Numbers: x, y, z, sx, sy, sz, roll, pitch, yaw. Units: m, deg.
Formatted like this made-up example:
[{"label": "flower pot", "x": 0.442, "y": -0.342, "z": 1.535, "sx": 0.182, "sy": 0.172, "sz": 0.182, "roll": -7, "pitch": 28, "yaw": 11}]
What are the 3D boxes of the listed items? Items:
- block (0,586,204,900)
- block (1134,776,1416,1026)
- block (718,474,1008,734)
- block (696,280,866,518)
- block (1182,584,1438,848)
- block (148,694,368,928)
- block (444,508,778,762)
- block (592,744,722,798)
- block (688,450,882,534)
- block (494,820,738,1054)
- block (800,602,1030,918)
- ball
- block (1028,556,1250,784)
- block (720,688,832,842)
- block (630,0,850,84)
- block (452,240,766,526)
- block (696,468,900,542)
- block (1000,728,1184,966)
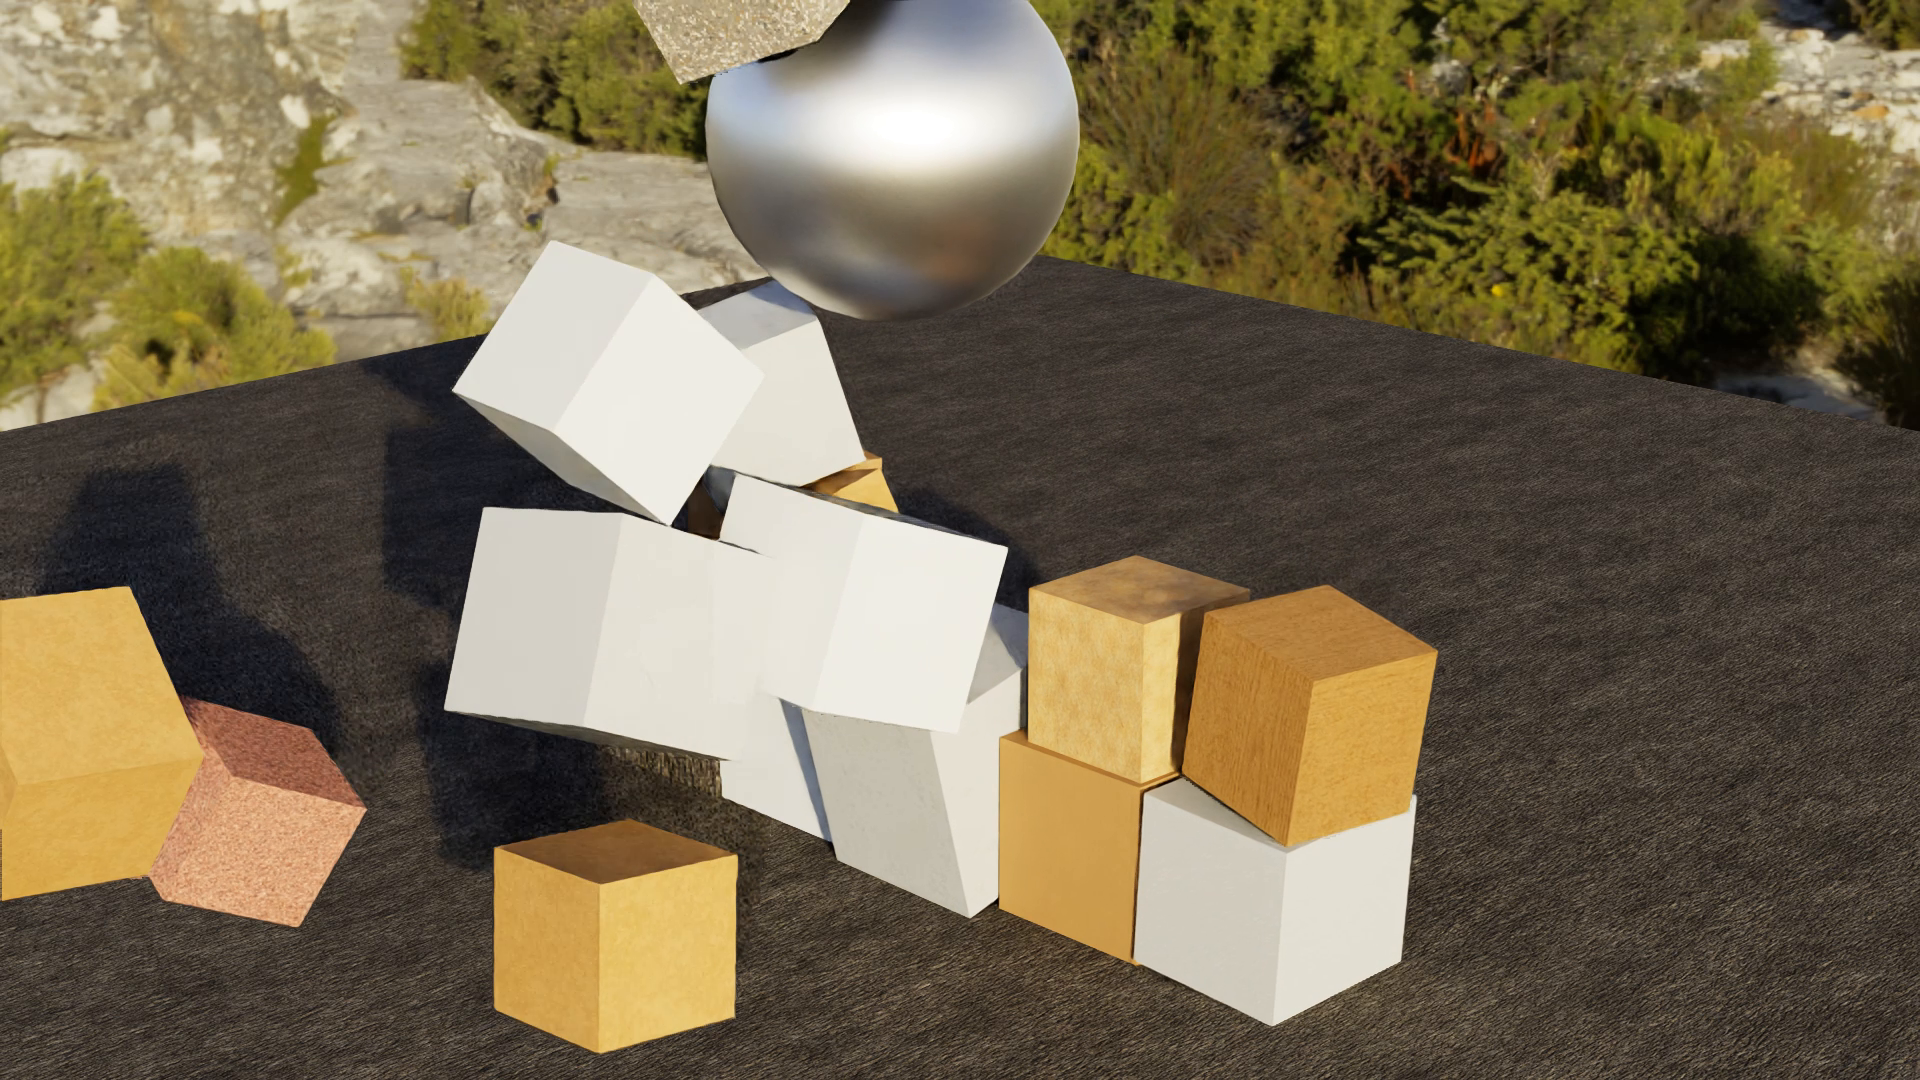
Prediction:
[{"label": "block", "x": -3.321, "y": 0.744, "z": 10.699, "sx": 0.689, "sy": 0.749, "sz": 0.791, "roll": -7, "pitch": 55, "yaw": -39}, {"label": "block", "x": 1.331, "y": 1.433, "z": 12.417, "sx": 0.865, "sy": 0.781, "sz": 0.765, "roll": -17, "pitch": 27, "yaw": -42}, {"label": "block", "x": -0.478, "y": 0.271, "z": 12.439, "sx": 0.814, "sy": 0.824, "sz": 0.876, "roll": 18, "pitch": 3, "yaw": 44}, {"label": "block", "x": -0.947, "y": -0.666, "z": 13.506, "sx": 0.716, "sy": 0.743, "sz": 0.599, "roll": -22, "pitch": 29, "yaw": -8}, {"label": "block", "x": 1.432, "y": 0.712, "z": 12.076, "sx": 0.671, "sy": 0.750, "sz": 0.677, "roll": -11, "pitch": 29, "yaw": -34}, {"label": "block", "x": -3.079, "y": 1.159, "z": 12.523, "sx": 0.676, "sy": 0.618, "sz": 0.651, "roll": 21, "pitch": 15, "yaw": -43}, {"label": "block", "x": -1.424, "y": 0.386, "z": 11.997, "sx": 0.861, "sy": 0.846, "sz": 0.869, "roll": 3, "pitch": -11, "yaw": 42}, {"label": "block", "x": -1.219, "y": 0.626, "z": 14.834, "sx": 0.899, "sy": 0.911, "sz": 0.973, "roll": -17, "pitch": 24, "yaw": -42}, {"label": "block", "x": -0.846, "y": -0.050, "z": 14.180, "sx": 0.717, "sy": 0.770, "sz": 0.640, "roll": -11, "pitch": 20, "yaw": -30}, {"label": "block", "x": -1.249, "y": 1.419, "z": 10.615, "sx": 0.619, "sy": 0.610, "sz": 0.620, "roll": -8, "pitch": 13, "yaw": -44}, {"label": "block", "x": -0.019, "y": 0.945, "z": 13.355, "sx": 0.947, "sy": 0.987, "sz": 0.889, "roll": -32, "pitch": 33, "yaw": -35}, {"label": "ball", "x": -0.288, "y": -1.730, "z": 12.496, "sx": 1.600, "sy": 1.600, "sz": 1.600, "roll": 0, "pitch": 17, "yaw": 0}, {"label": "block", "x": 0.772, "y": 0.546, "z": 12.696, "sx": 0.670, "sy": 0.707, "sz": 0.672, "roll": -16, "pitch": 23, "yaw": -41}, {"label": "block", "x": -0.530, "y": 0.888, "z": 14.196, "sx": 0.850, "sy": 0.794, "sz": 0.954, "roll": -17, "pitch": 24, "yaw": -42}, {"label": "block", "x": -0.871, "y": -2.385, "z": 11.577, "sx": 0.710, "sy": 0.763, "sz": 0.707, "roll": -10, "pitch": 33, "yaw": 36}, {"label": "block", "x": -1.403, "y": -0.630, "z": 11.757, "sx": 0.683, "sy": 0.734, "sz": 0.754, "roll": 21, "pitch": -15, "yaw": 43}, {"label": "block", "x": -0.656, "y": 0.138, "z": 13.435, "sx": 0.676, "sy": 0.689, "sz": 0.661, "roll": -30, "pitch": 14, "yaw": -27}, {"label": "block", "x": 0.731, "y": 1.264, "z": 12.956, "sx": 0.750, "sy": 0.819, "sz": 0.825, "roll": -17, "pitch": 24, "yaw": -42}]
